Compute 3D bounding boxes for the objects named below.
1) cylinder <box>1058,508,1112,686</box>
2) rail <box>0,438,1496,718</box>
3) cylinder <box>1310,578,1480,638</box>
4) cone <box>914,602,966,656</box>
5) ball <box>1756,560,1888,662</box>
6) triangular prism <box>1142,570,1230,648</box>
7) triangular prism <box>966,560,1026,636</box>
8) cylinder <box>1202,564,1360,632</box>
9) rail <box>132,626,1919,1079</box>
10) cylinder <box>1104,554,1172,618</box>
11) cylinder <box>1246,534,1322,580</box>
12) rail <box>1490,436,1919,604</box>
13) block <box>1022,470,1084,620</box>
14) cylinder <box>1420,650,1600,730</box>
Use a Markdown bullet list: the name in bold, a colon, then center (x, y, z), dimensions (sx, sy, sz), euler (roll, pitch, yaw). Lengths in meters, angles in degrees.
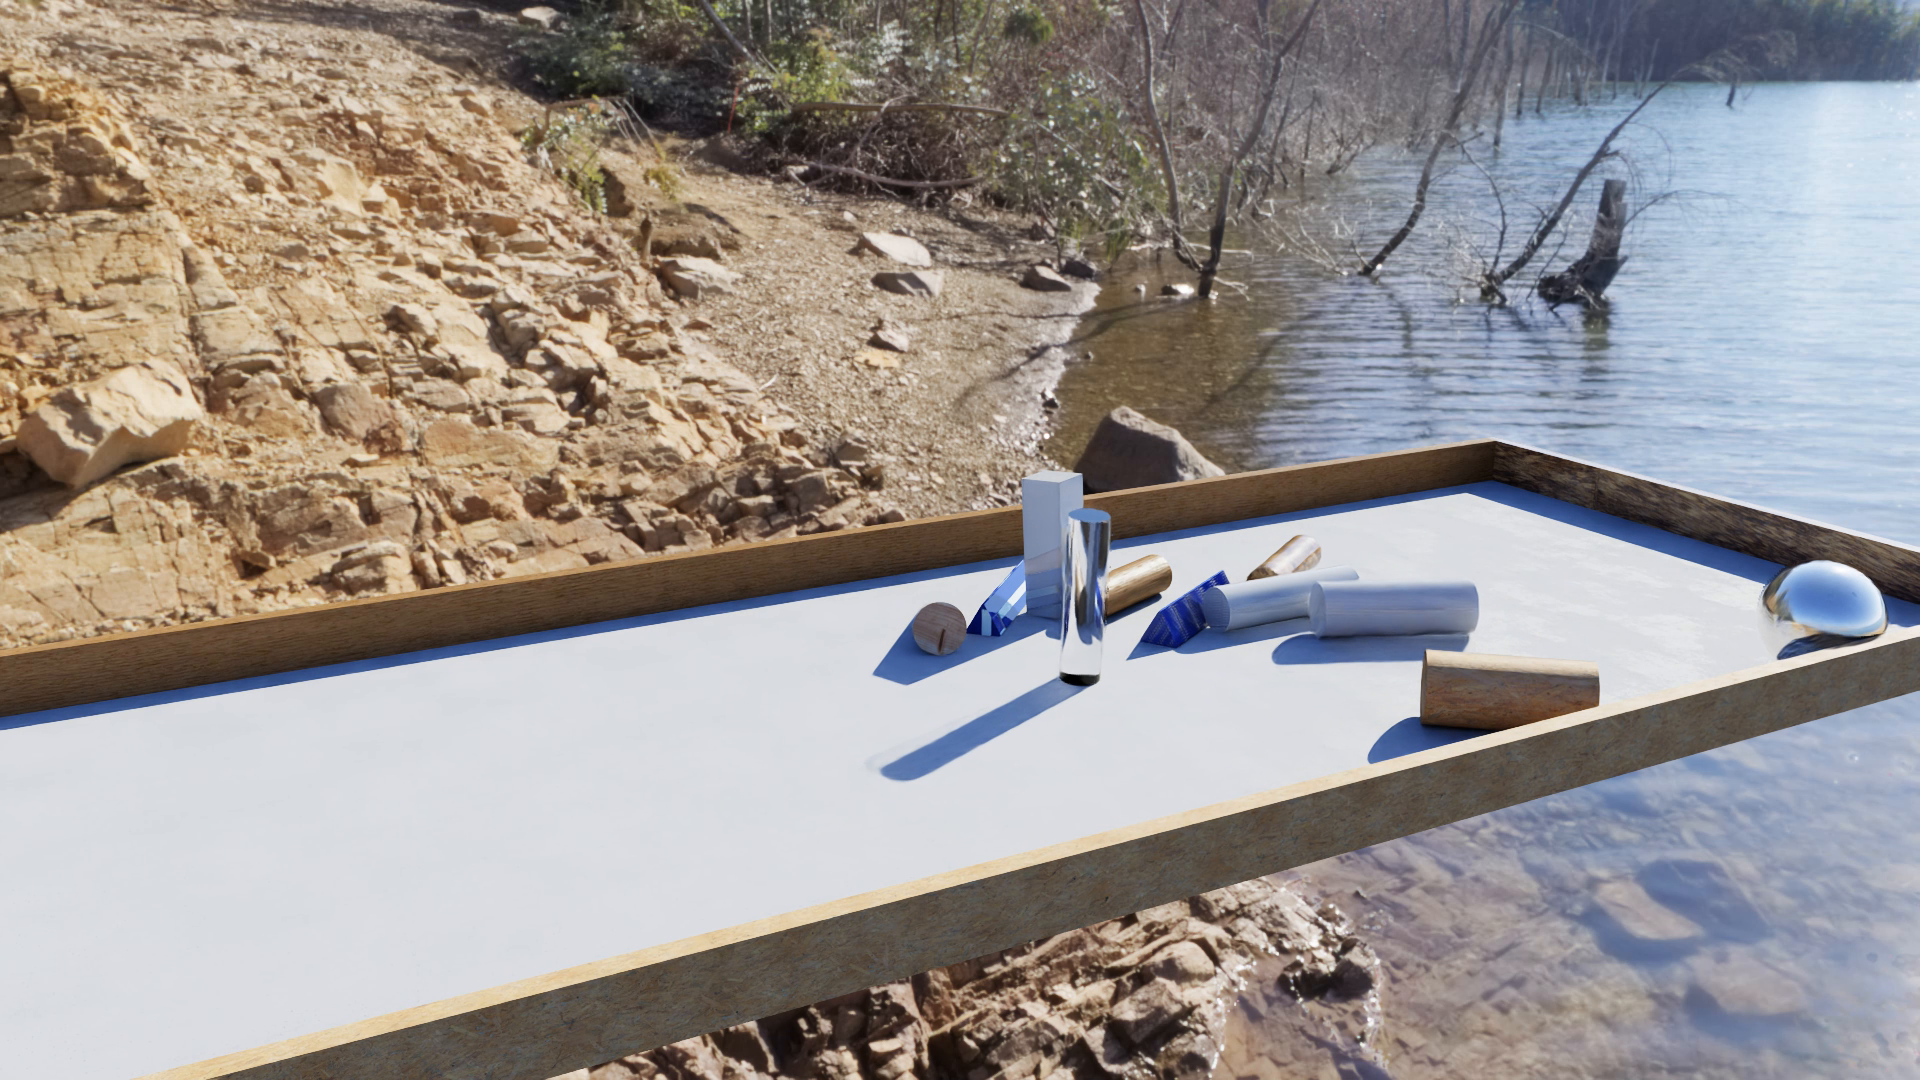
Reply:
- **cylinder**: center (0.309, 0.143, 4.091), dimensions (0.105, 0.432, 0.105), euler (2, 20, -1)
- **rail**: center (-3.305, 0.497, 3.399), dimensions (12.000, 0.150, 0.050), euler (-9, 18, -27)
- **cylinder**: center (1.172, 0.184, 4.460), dimensions (0.418, 0.151, 0.151), euler (-1, 16, -5)
- **cone**: center (-0.078, 0.207, 4.526), dimensions (0.142, 0.142, 0.424), euler (-2, 7, -7)
- **ball**: center (2.169, 0.199, 4.153), dimensions (0.295, 0.295, 0.295), euler (0, 16, 0)
- **triangular prism**: center (0.641, 0.182, 4.562), dimensions (0.108, 0.093, 0.427), euler (9, 19, 30)
- **triangular prism**: center (0.123, 0.157, 4.660), dimensions (0.099, 0.086, 0.426), euler (5, 17, 16)
- **cylinder**: center (0.898, 0.161, 4.581), dimensions (0.451, 0.127, 0.127), euler (-8, 18, -26)
- **rail**: center (-2.336, 1.006, 1.665), dimensions (12.000, 0.150, 0.050), euler (-9, 18, -27)
- **cylinder**: center (0.467, 0.134, 4.695), dimensions (0.115, 0.115, 0.335), euler (13, 21, 37)
- **cylinder**: center (0.958, 0.085, 4.866), dimensions (0.112, 0.112, 0.383), euler (8, 18, 27)
- **rail**: center (2.466, -0.048, 5.253), dimensions (0.050, 0.150, 2.100), euler (-9, 18, -27)
- **block**: center (0.264, 0.012, 4.609), dimensions (0.123, 0.390, 0.123), euler (7, 17, 34)
- **cylinder**: center (1.272, 0.356, 3.833), dimensions (0.376, 0.176, 0.176), euler (4, 17, 12)
